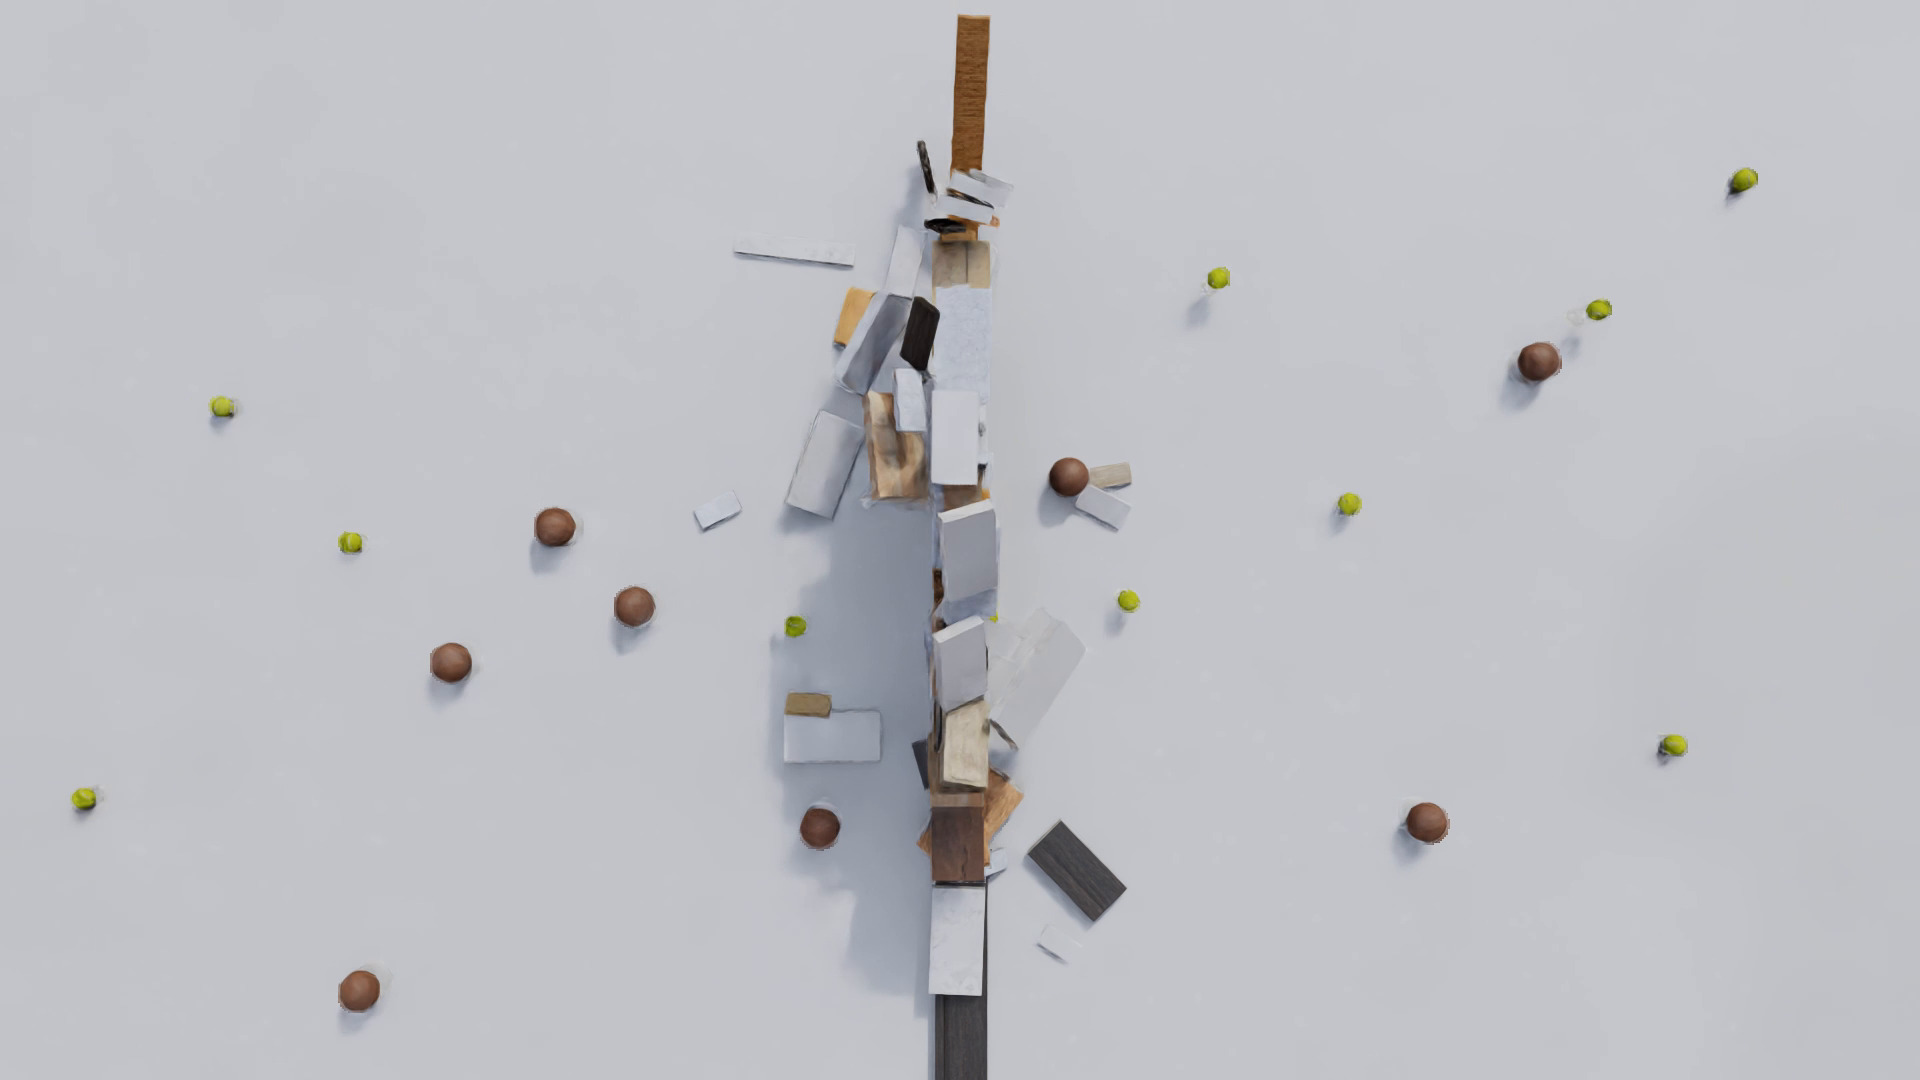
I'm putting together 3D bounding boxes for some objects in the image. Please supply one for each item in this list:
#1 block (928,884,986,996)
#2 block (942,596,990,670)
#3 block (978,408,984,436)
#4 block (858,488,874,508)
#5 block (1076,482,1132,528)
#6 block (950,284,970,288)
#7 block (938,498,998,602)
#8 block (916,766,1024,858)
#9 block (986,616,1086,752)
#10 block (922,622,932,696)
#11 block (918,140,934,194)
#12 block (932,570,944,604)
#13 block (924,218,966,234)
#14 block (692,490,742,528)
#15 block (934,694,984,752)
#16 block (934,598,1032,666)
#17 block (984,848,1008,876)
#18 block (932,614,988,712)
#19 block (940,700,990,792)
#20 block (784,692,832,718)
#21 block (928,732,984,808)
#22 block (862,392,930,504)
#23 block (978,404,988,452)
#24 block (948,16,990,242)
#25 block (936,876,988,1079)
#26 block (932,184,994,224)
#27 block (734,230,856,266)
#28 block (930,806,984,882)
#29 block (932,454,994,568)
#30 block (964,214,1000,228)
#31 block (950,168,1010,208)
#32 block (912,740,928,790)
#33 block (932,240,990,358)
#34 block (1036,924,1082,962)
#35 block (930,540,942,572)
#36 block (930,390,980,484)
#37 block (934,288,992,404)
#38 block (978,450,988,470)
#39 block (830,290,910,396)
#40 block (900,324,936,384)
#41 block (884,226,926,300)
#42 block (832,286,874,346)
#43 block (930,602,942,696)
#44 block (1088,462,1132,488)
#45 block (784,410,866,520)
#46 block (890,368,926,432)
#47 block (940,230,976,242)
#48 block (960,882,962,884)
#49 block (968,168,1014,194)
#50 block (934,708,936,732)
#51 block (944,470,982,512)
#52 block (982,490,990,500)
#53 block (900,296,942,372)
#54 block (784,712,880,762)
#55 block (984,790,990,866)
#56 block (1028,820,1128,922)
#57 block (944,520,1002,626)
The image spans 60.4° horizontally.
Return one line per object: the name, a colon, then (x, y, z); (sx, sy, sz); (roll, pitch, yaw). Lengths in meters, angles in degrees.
block: (-0.010, 1.316, 5.426); (0.173, 0.049, 0.347); (2, 90, 0)
block: (0.014, 0.300, 4.978); (0.139, 0.039, 0.277); (-3, 106, -17)
block: (0.003, -0.333, 4.703); (0.126, 0.333, 0.036); (-2, 87, 0)
block: (-0.255, -0.174, 5.454); (0.176, 0.088, 0.025); (-39, 107, 0)
block: (0.477, -0.114, 5.477); (0.169, 0.024, 0.085); (26, 106, 0)
block: (0.003, -0.683, 4.784); (0.059, 0.017, 0.119); (-5, 126, 0)
block: (0.024, 0.031, 4.581); (0.150, 0.043, 0.301); (-17, 135, -14)
block: (0.034, 0.921, 5.414); (0.173, 0.049, 0.347); (40, 83, 6)
block: (0.237, 0.438, 5.039); (0.393, 0.044, 0.157); (-55, 128, -22)
block: (-0.024, 0.366, 5.215); (0.164, 0.329, 0.047); (-10, 49, -6)
block: (-0.111, -1.225, 5.412); (0.024, 0.085, 0.169); (-11, 49, 0)
block: (-0.027, 0.256, 5.159); (0.108, 0.544, 0.030); (-9, 55, -6)
block: (-0.044, -0.904, 4.750); (0.070, 0.140, 0.020); (-9, 112, -20)
block: (-0.806, -0.102, 5.490); (0.146, 0.021, 0.073); (-26, 90, 0)
block: (0.001, 0.511, 5.042); (0.139, 0.039, 0.277); (7, 73, -16)
block: (0.090, 0.283, 4.965); (0.414, 0.021, 0.073); (33, 85, -34)
block: (0.104, 1.065, 5.445); (0.019, 0.132, 0.066); (-7, 92, 45)
block: (0.002, 0.363, 4.852); (0.150, 0.301, 0.043); (-24, 47, -20)
block: (0.015, 0.608, 4.938); (0.139, 0.039, 0.277); (12, 58, -16)
block: (-0.504, 0.546, 5.463); (0.146, 0.021, 0.073); (4, 53, 3)
block: (-0.015, 0.700, 5.068); (0.164, 0.329, 0.047); (-2, 118, -1)
block: (-0.188, -0.270, 4.814); (0.162, 0.046, 0.324); (2, 71, -28)
block: (0.003, -0.366, 4.891); (0.151, 0.043, 0.302); (-2, 90, 0)
block: (0.022, -1.226, 5.265); (0.100, 0.028, 0.871); (3, 121, 0)
block: (0.005, 1.409, 5.475); (0.173, 0.049, 1.118); (0, 90, 0)
block: (0.005, -0.995, 4.872); (0.163, 0.441, 0.046); (14, 105, -6)
block: (-0.549, -0.971, 5.490); (0.398, 0.020, 0.070); (7, 90, 0)
block: (-0.007, 0.891, 5.102); (0.160, 0.045, 0.320); (-1, 91, 4)
block: (0.007, -0.085, 4.817); (0.170, 0.048, 0.340); (2, 90, -1)
block: (0.048, -1.005, 5.094); (0.100, 0.200, 0.028); (10, 107, -19)
block: (0.054, -1.033, 4.837); (0.163, 0.327, 0.046); (20, 103, -6)
block: (-0.101, 0.743, 5.477); (0.077, 0.022, 0.155); (-17, 82, 1)
block: (0.002, -0.704, 4.851); (0.171, 0.048, 0.341); (0, 90, 0)
block: (0.330, 1.345, 5.491); (0.132, 0.019, 0.066); (33, 90, 0)
block: (0.000, 0.072, 5.012); (0.170, 0.340, 0.048); (-1, 72, 0)
block: (-0.013, -0.280, 4.518); (0.126, 0.036, 0.253); (1, 92, 1)
block: (0.008, -0.558, 4.738); (0.163, 0.046, 0.327); (1, 97, 0)
block: (0.014, -0.229, 4.665); (0.126, 0.253, 0.036); (4, 89, 1)
block: (-0.292, -0.646, 5.412); (0.046, 0.162, 0.324); (30, 92, 29)
block: (-0.120, -0.542, 4.756); (0.025, 0.088, 0.176); (-5, 75, -34)
block: (-0.181, -0.924, 5.487); (0.094, 0.027, 0.227); (13, 90, 0)
block: (-0.349, -0.737, 5.460); (0.094, 0.027, 0.188); (17, 93, 25)
block: (-0.004, 0.334, 5.094); (0.164, 0.047, 0.329); (-4, 125, -10)
block: (0.499, -0.214, 5.490); (0.139, 0.020, 0.070); (-10, 90, 0)
block: (-0.447, -0.249, 5.452); (0.162, 0.046, 0.324); (21, 90, -19)
block: (-0.146, -0.396, 4.692); (0.088, 0.025, 0.176); (-1, 83, -37)
block: (-0.006, -0.892, 4.837); (0.100, 0.200, 0.028); (-1, 100, -2)
block: (0.007, 1.039, 5.359); (0.066, 0.019, 0.132); (29, 81, 5)
block: (0.090, -1.037, 4.754); (0.085, 0.169, 0.024); (16, 104, -21)
block: (-0.001, 0.662, 5.260); (0.160, 0.320, 0.045); (-7, 132, 5)
block: (0.006, -0.092, 4.698); (0.108, 0.030, 0.215); (2, 108, 0)
block: (0.026, -0.041, 4.746); (0.108, 0.030, 0.215); (3, 108, -1)
block: (-0.113, -0.584, 4.677); (0.094, 0.027, 0.188); (43, 131, 36)
block: (-0.423, 0.653, 5.460); (0.314, 0.044, 0.157); (0, 76, 0)
block: (0.005, 0.800, 5.346); (0.160, 0.045, 0.528); (-2, 59, 0)
block: (0.388, 1.096, 5.478); (0.157, 0.044, 0.314); (-44, 90, 0)
block: (0.034, 0.097, 4.709); (0.150, 0.043, 0.344); (-13, 133, -17)
